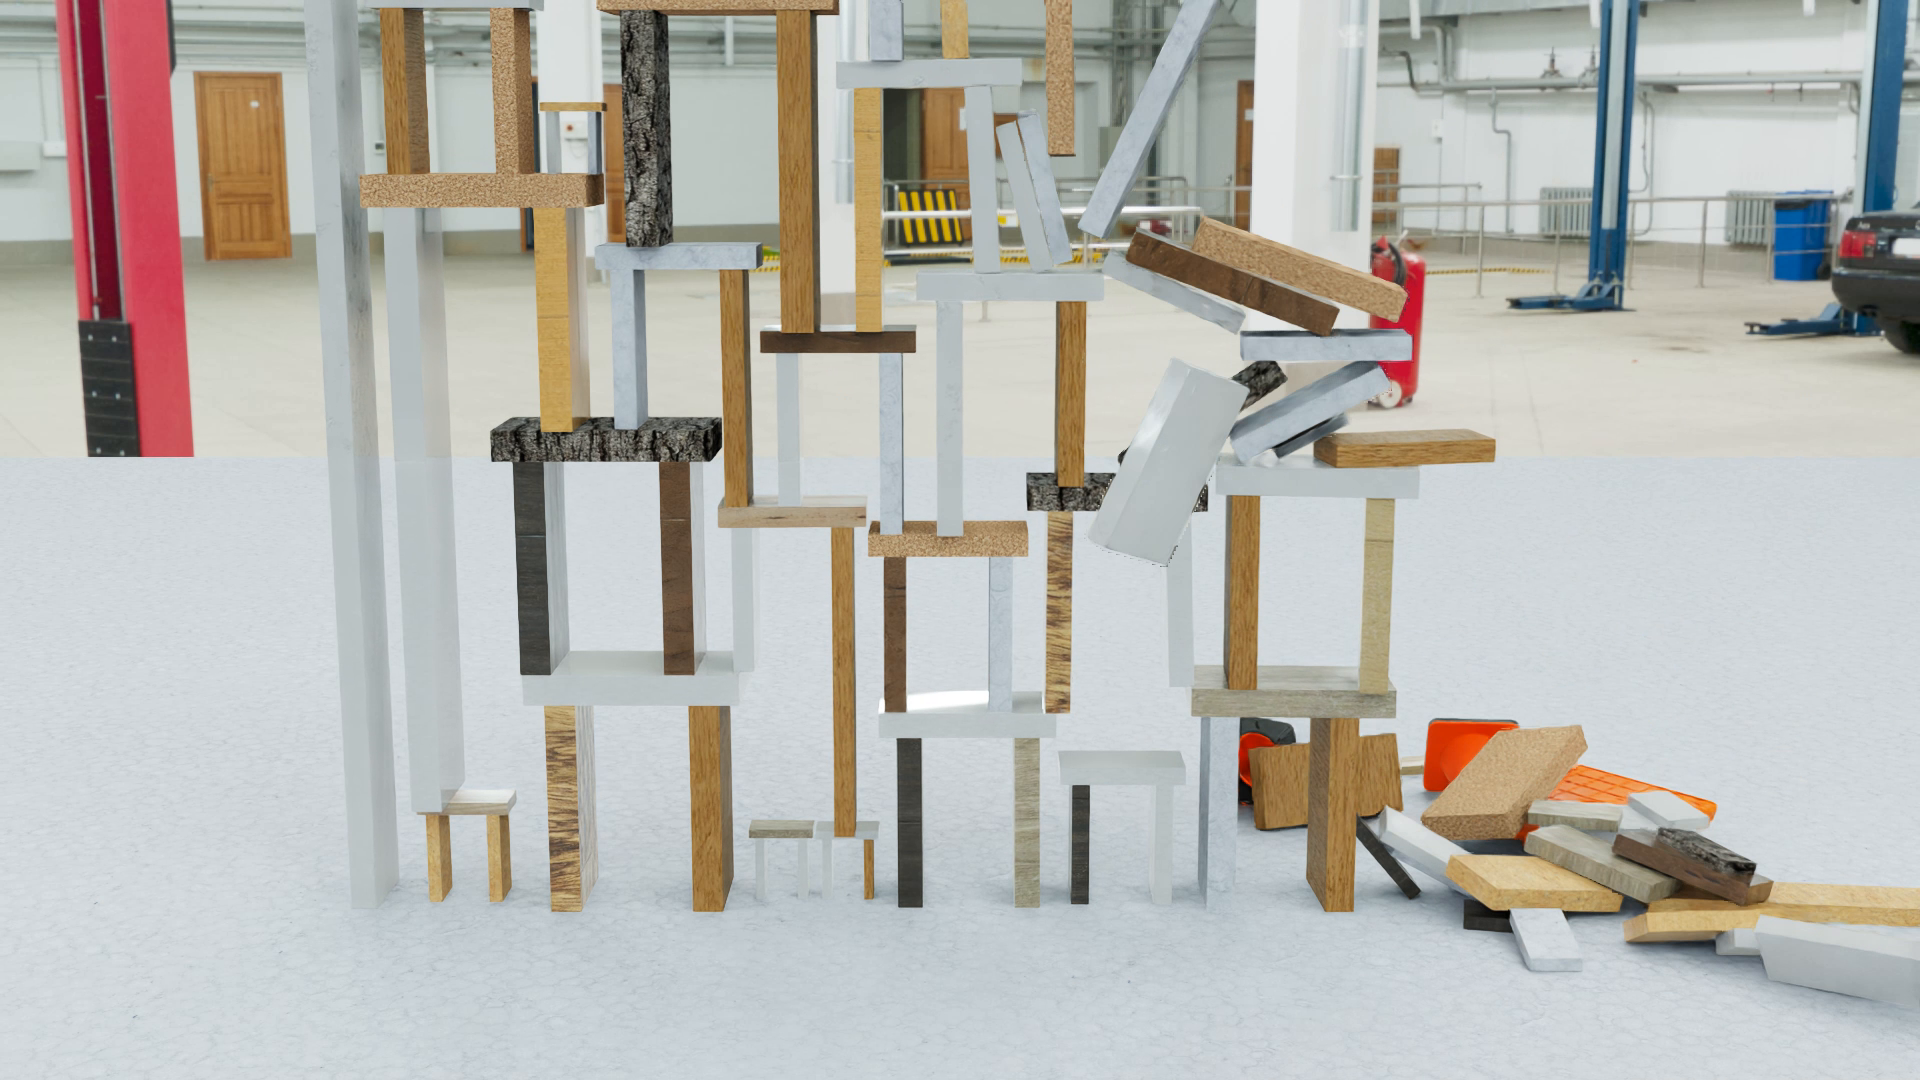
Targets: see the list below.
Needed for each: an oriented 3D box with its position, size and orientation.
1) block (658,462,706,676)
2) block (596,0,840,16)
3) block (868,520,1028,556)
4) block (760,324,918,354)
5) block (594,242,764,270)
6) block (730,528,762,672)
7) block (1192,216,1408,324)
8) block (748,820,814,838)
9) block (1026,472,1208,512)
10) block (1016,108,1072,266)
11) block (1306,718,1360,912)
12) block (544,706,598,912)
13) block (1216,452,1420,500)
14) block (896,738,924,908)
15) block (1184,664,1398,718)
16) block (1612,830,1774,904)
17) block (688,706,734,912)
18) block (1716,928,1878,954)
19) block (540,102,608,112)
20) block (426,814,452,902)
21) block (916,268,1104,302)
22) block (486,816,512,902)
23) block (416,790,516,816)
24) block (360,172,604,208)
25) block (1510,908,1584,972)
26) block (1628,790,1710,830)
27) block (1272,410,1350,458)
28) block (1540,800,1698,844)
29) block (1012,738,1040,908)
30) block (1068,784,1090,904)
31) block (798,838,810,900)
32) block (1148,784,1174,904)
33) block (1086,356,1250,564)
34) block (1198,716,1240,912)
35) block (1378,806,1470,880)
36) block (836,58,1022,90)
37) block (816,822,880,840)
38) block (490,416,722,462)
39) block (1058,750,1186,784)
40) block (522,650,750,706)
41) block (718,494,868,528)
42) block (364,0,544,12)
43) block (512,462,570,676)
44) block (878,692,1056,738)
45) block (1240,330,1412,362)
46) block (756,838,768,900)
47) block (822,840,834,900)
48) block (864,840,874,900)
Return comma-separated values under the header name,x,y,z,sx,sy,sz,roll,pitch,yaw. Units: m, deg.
name,x,y,z,sx,sy,sz,roll,pitch,yaw
block,-0.448,0.031,3.568,0.049,0.345,0.172,0,11,0
block,-0.370,-0.842,3.403,0.356,0.050,0.178,0,11,0
block,-0.018,-0.003,3.564,0.256,0.036,0.128,0,11,0
block,-0.191,-0.321,3.502,0.244,0.035,0.122,0,11,0
block,-0.442,-0.449,3.476,0.250,0.035,0.125,0,11,0
block,-0.347,0.086,3.572,0.033,0.236,0.118,0,11,0
block,0.536,-0.432,3.494,0.336,0.048,0.168,20,13,1
block,-0.295,0.479,3.648,0.105,0.015,0.053,0,11,0
block,0.250,-0.078,3.547,0.285,0.040,0.143,0,10,1
block,0.132,-0.558,3.464,0.033,0.232,0.116,-13,16,4
block,0.615,0.430,3.633,0.046,0.327,0.163,-1,11,-2
block,-0.641,0.420,3.637,0.049,0.347,0.173,0,11,0
block,0.569,-0.104,3.510,0.315,0.045,0.157,1,11,8
block,-0.082,0.448,3.647,0.041,0.287,0.144,0,11,0
block,0.537,0.247,3.599,0.327,0.046,0.163,0,11,2
block,1.192,0.531,3.580,0.227,0.032,0.113,21,11,38
block,-0.410,0.420,3.637,0.049,0.347,0.173,0,11,0
block,1.272,0.613,3.348,0.210,0.030,0.105,1,-15,4
block,-0.603,-0.675,3.429,0.096,0.014,0.048,0,11,0
block,-0.865,0.517,3.652,0.021,0.149,0.075,0,11,0
block,0.079,-0.405,3.484,0.292,0.041,0.146,0,10,0
block,-0.765,0.517,3.652,0.021,0.149,0.075,0,11,0
block,-0.815,0.433,3.637,0.149,0.021,0.075,0,11,0
block,-0.746,-0.550,3.453,0.346,0.049,0.173,0,11,0
block,0.905,0.617,3.399,0.079,0.022,0.158,-1,18,3
block,1.213,0.464,3.767,0.074,0.021,0.148,-4,12,-9
block,0.563,-0.173,3.532,0.126,0.018,0.063,-27,11,14
block,1.135,0.493,3.786,0.257,0.036,0.129,2,12,18
block,0.109,0.448,3.647,0.041,0.287,0.144,0,11,0
block,0.197,0.490,3.648,0.029,0.204,0.102,0,11,0
block,-0.260,0.538,3.659,0.015,0.105,0.053,0,11,0
block,0.333,0.490,3.648,0.029,0.204,0.102,0,11,0
block,0.306,-0.114,3.223,0.145,0.290,0.041,14,15,-46
block,0.427,0.430,3.637,0.046,0.327,0.163,0,11,1
block,0.769,0.506,3.630,0.164,0.023,0.082,30,24,-3
block,-0.048,-0.725,3.424,0.284,0.040,0.142,-1,10,0
block,-0.186,0.481,3.647,0.104,0.015,0.052,0,11,-1
block,-0.564,-0.162,3.533,0.345,0.049,0.172,0,11,0
block,0.265,0.375,3.627,0.204,0.029,0.102,0,11,0
block,-0.526,0.225,3.601,0.347,0.049,0.173,0,11,0
block,-0.268,-0.047,3.549,0.236,0.033,0.118,0,11,-1
block,-0.781,-0.839,3.402,0.251,0.036,0.126,0,11,0
block,-0.678,0.031,3.569,0.049,0.345,0.172,0,11,0
block,0.012,0.287,3.618,0.287,0.041,0.144,0,11,0
block,0.575,-0.308,3.469,0.259,0.037,0.130,0,11,5
block,-0.330,0.538,3.659,0.015,0.105,0.053,0,11,0
block,-0.220,0.540,3.656,0.015,0.104,0.052,0,11,0
block,-0.151,0.540,3.657,0.015,0.103,0.052,0,11,-1
